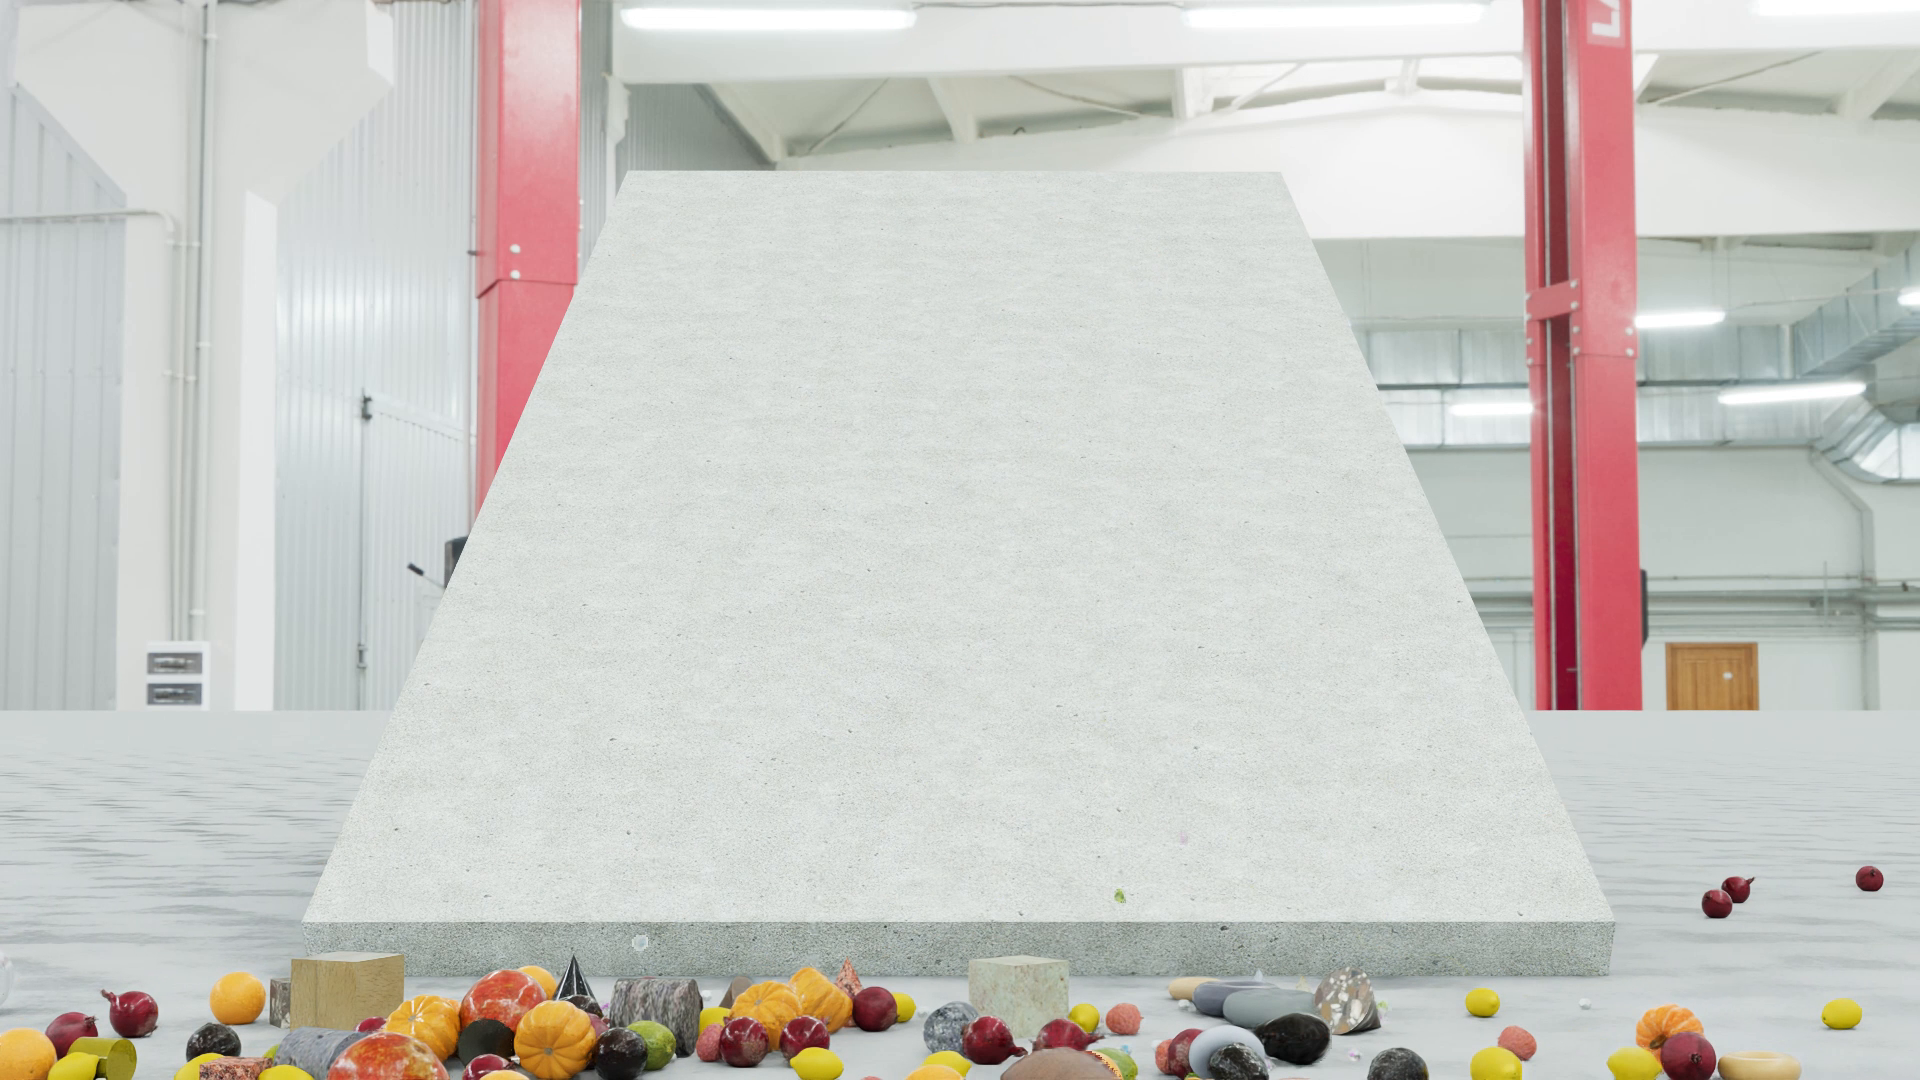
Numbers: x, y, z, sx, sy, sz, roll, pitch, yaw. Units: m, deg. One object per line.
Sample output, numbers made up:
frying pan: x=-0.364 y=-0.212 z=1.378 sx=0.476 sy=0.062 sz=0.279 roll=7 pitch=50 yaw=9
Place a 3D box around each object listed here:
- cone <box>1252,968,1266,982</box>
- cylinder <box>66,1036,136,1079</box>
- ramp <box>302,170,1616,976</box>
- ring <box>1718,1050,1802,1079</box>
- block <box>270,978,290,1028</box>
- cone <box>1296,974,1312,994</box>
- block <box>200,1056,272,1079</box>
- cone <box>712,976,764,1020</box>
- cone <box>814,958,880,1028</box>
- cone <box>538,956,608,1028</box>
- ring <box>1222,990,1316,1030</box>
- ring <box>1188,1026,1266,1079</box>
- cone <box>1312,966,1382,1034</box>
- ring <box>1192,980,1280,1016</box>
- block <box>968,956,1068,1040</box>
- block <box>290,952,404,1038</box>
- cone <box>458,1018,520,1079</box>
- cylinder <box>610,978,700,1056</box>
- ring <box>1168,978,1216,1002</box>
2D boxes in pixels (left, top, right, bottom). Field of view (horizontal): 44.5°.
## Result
cone: x=0.413 y=0.618 z=3.244 sx=0.054 sy=0.054 sz=0.054 roll=0 pitch=-4 yaw=0
cylinder: x=-0.941 y=0.572 z=2.571 sx=0.053 sy=0.053 sz=0.053 roll=-1 pitch=-4 yaw=18
ramp: x=-0.009 y=-0.229 z=5.398 sx=2.000 sy=0.100 sz=4.000 roll=0 pitch=25 yaw=0
ring: x=0.886 y=0.586 z=2.601 sx=0.089 sy=0.030 sz=0.089 roll=-1 pitch=-4 yaw=0
block: x=-0.865 y=0.604 z=3.065 sx=0.058 sy=0.058 sz=0.058 roll=2 pitch=-5 yaw=-31
cone: x=0.467 y=0.617 z=3.194 sx=0.051 sy=0.051 sz=0.051 roll=0 pitch=-4 yaw=0
block: x=-0.739 y=0.559 z=2.395 sx=0.054 sy=0.054 sz=0.054 roll=-1 pitch=-4 yaw=8
cone: x=-0.306 y=0.623 z=3.125 sx=0.064 sy=0.064 sz=0.064 roll=-32 pitch=-19 yaw=25
cone: x=-0.148 y=0.591 z=3.081 sx=0.087 sy=0.087 sz=0.087 roll=0 pitch=-4 yaw=0
cone: x=-0.508 y=0.589 z=3.081 sx=0.090 sy=0.090 sz=0.090 roll=0 pitch=-4 yaw=0
ring: x=0.408 y=0.611 z=3.055 sx=0.130 sy=0.043 sz=0.130 roll=-1 pitch=-5 yaw=0
ring: x=0.291 y=0.563 z=2.556 sx=0.084 sy=0.084 sz=0.028 roll=0 pitch=33 yaw=6
cone: x=0.516 y=0.609 z=3.013 sx=0.092 sy=0.092 sz=0.092 roll=-4 pitch=-33 yaw=47
ring: x=0.376 y=0.621 z=3.175 sx=0.124 sy=0.041 sz=0.124 roll=0 pitch=-5 yaw=0
block: x=0.075 y=0.583 z=2.999 sx=0.091 sy=0.091 sz=0.091 roll=3 pitch=-5 yaw=-39
block: x=-0.774 y=0.577 z=2.967 sx=0.099 sy=0.099 sz=0.099 roll=-2 pitch=-4 yaw=22
cone: x=-0.543 y=0.587 z=2.642 sx=0.073 sy=0.073 sz=0.073 roll=3 pitch=-31 yaw=-34
cylinder: x=-0.365 y=0.570 z=2.808 sx=0.089 sy=0.089 sz=0.089 roll=0 pitch=-4 yaw=6
ring: x=0.338 y=0.638 z=3.330 sx=0.084 sy=0.028 sz=0.084 roll=1 pitch=-5 yaw=0
